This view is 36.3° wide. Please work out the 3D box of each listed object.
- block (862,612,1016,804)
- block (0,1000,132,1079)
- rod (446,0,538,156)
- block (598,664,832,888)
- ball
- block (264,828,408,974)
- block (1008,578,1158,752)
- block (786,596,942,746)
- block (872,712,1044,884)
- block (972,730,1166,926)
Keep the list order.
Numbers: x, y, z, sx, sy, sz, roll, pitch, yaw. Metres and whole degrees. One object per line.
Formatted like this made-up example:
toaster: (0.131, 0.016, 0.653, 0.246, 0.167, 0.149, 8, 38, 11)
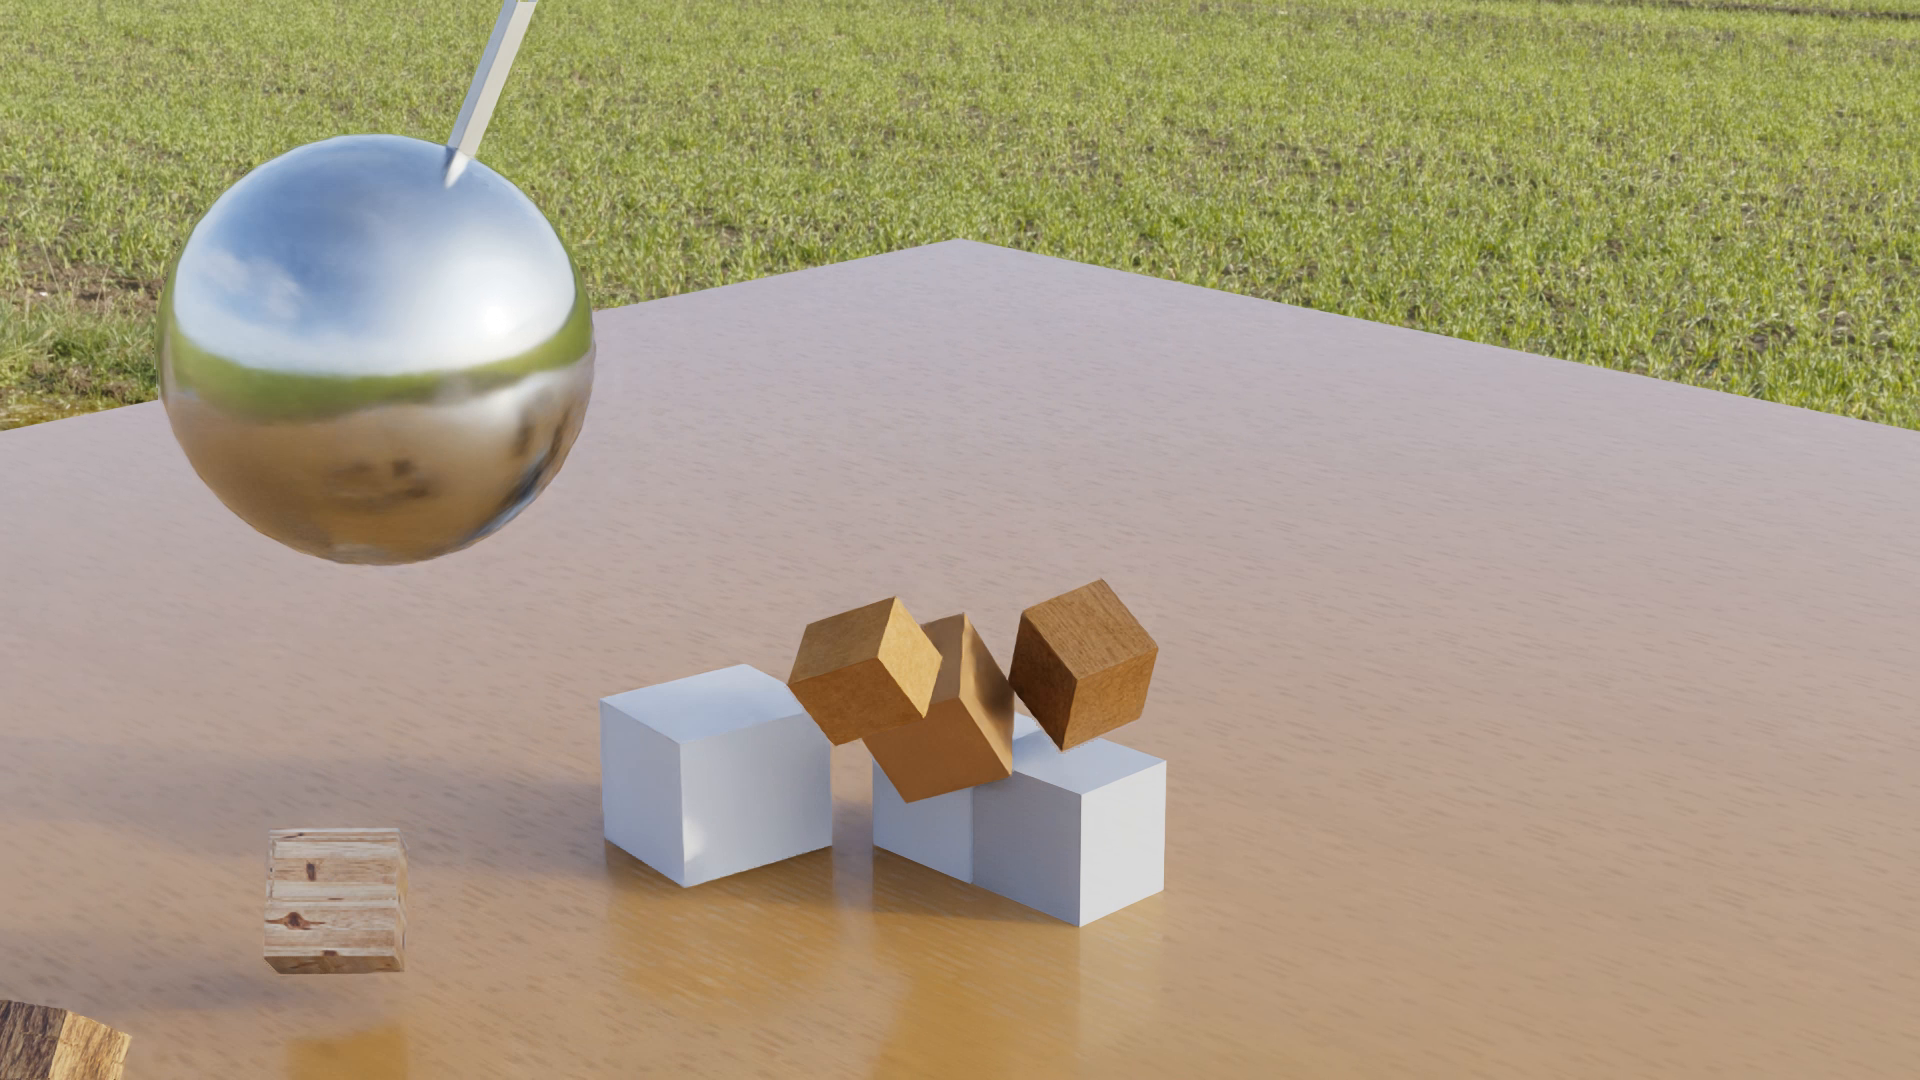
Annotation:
block: (-0.110, 0.751, 13.062, 0.513, 0.561, 0.505, -16, 41, 19)
block: (-3.487, 2.003, 10.767, 0.586, 0.548, 0.471, 5, -19, 17)
rod: (-0.933, -3.861, 11.151, 0.080, 5.200, 0.080, 17, -7, 42)
block: (-1.141, 1.087, 13.717, 0.810, 0.701, 0.722, -13, 21, -35)
ball: (-2.153, -0.700, 10.865, 1.600, 1.600, 1.600, 0, 17, 0)
block: (-2.550, 1.482, 12.018, 0.517, 0.519, 0.460, 0, -17, -5)
block: (0.544, 0.557, 13.081, 0.432, 0.496, 0.448, -21, 54, -26)
block: (-0.355, 0.493, 10.996, 0.407, 0.337, 0.335, -18, 34, 28)
block: (0.028, 1.151, 13.687, 0.596, 0.597, 0.635, -17, 24, -42)
block: (0.491, 1.277, 13.234, 0.660, 0.628, 0.562, 17, 24, 42)
